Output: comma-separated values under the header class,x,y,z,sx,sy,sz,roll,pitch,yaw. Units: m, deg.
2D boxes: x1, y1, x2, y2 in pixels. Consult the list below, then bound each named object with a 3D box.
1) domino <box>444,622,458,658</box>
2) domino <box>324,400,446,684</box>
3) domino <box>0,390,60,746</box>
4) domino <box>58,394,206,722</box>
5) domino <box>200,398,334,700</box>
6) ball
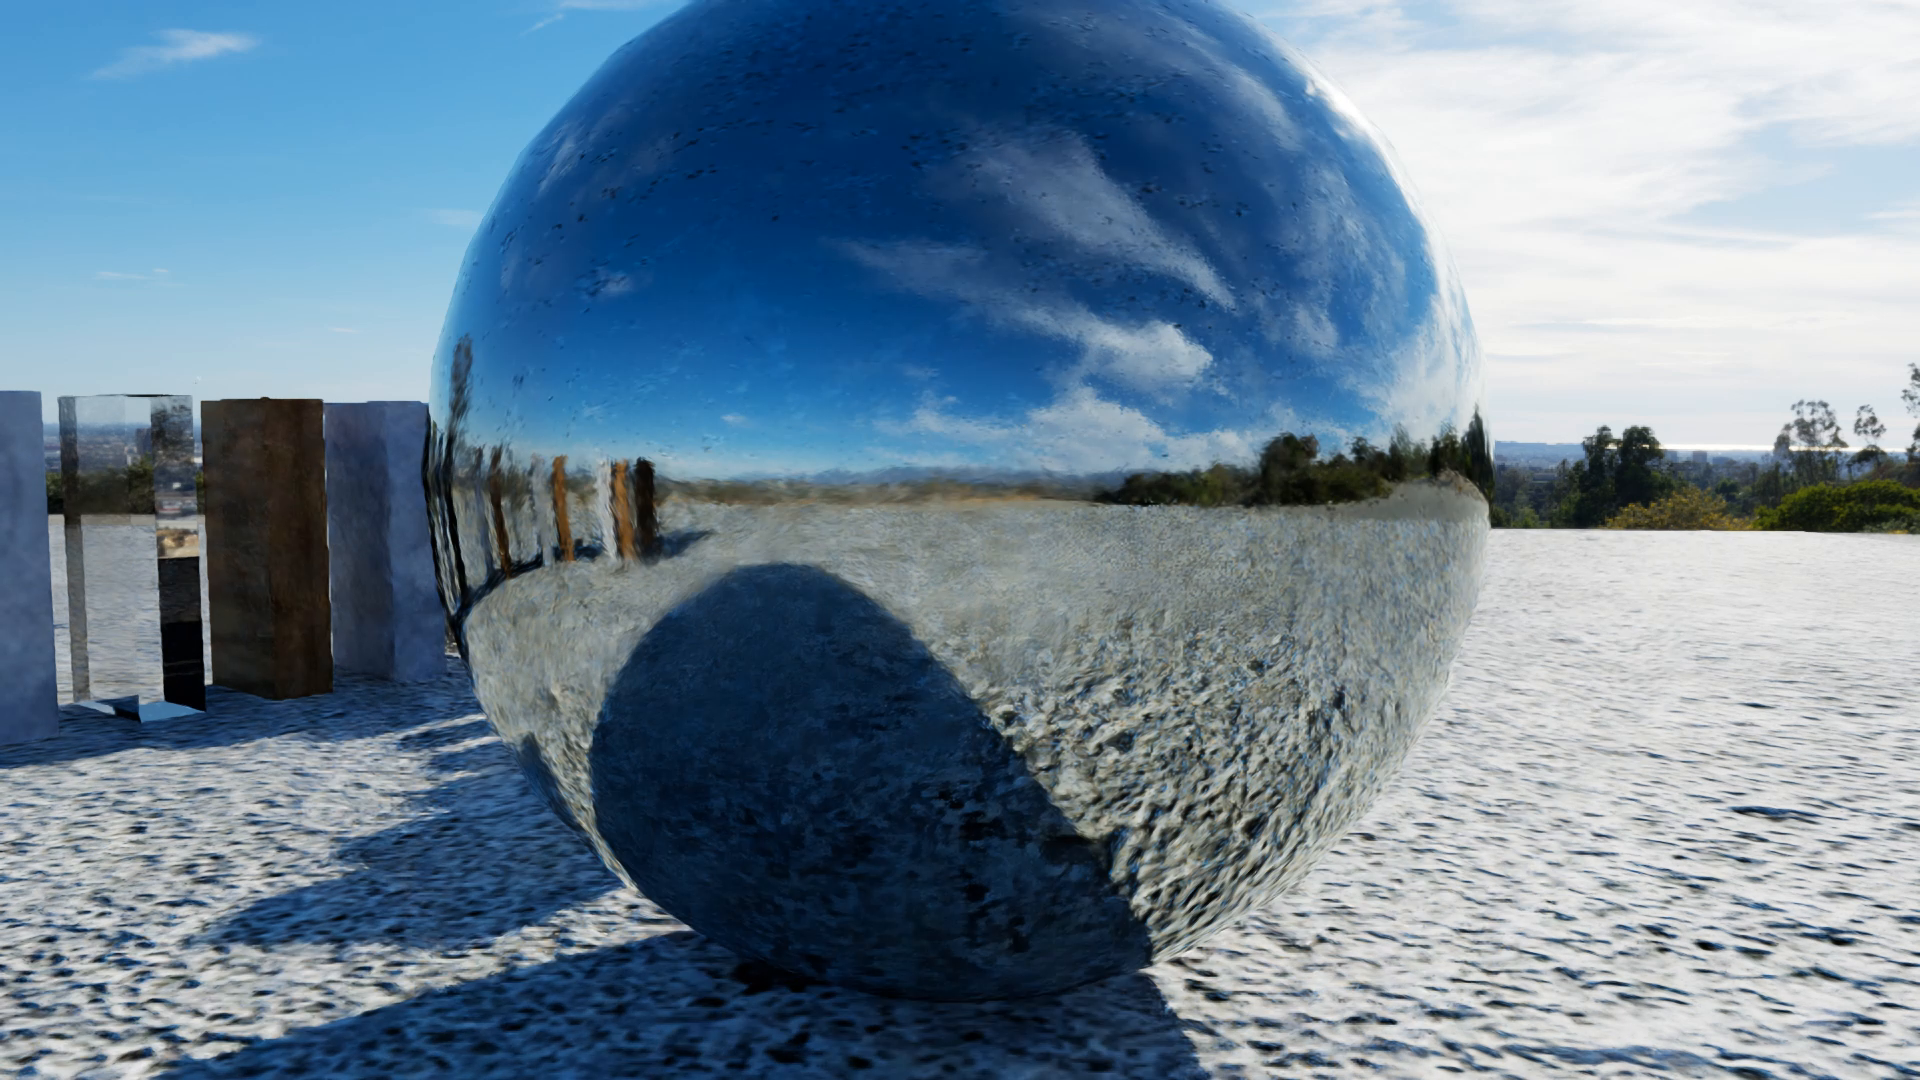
class,x,y,z,sx,sy,sz,roll,pitch,yaw
domino,-0.093,-0.001,0.254,0.010,0.050,0.025,-4,6,-45
domino,-0.107,0.000,0.238,0.025,0.050,0.010,4,6,40
domino,-0.145,0.003,0.188,0.025,0.050,0.009,3,5,33
domino,-0.133,0.002,0.206,0.025,0.050,0.010,3,5,36
domino,-0.120,0.001,0.222,0.025,0.050,0.009,3,5,39
ball,0.000,-0.005,0.103,0.080,0.080,0.080,0,4,0
